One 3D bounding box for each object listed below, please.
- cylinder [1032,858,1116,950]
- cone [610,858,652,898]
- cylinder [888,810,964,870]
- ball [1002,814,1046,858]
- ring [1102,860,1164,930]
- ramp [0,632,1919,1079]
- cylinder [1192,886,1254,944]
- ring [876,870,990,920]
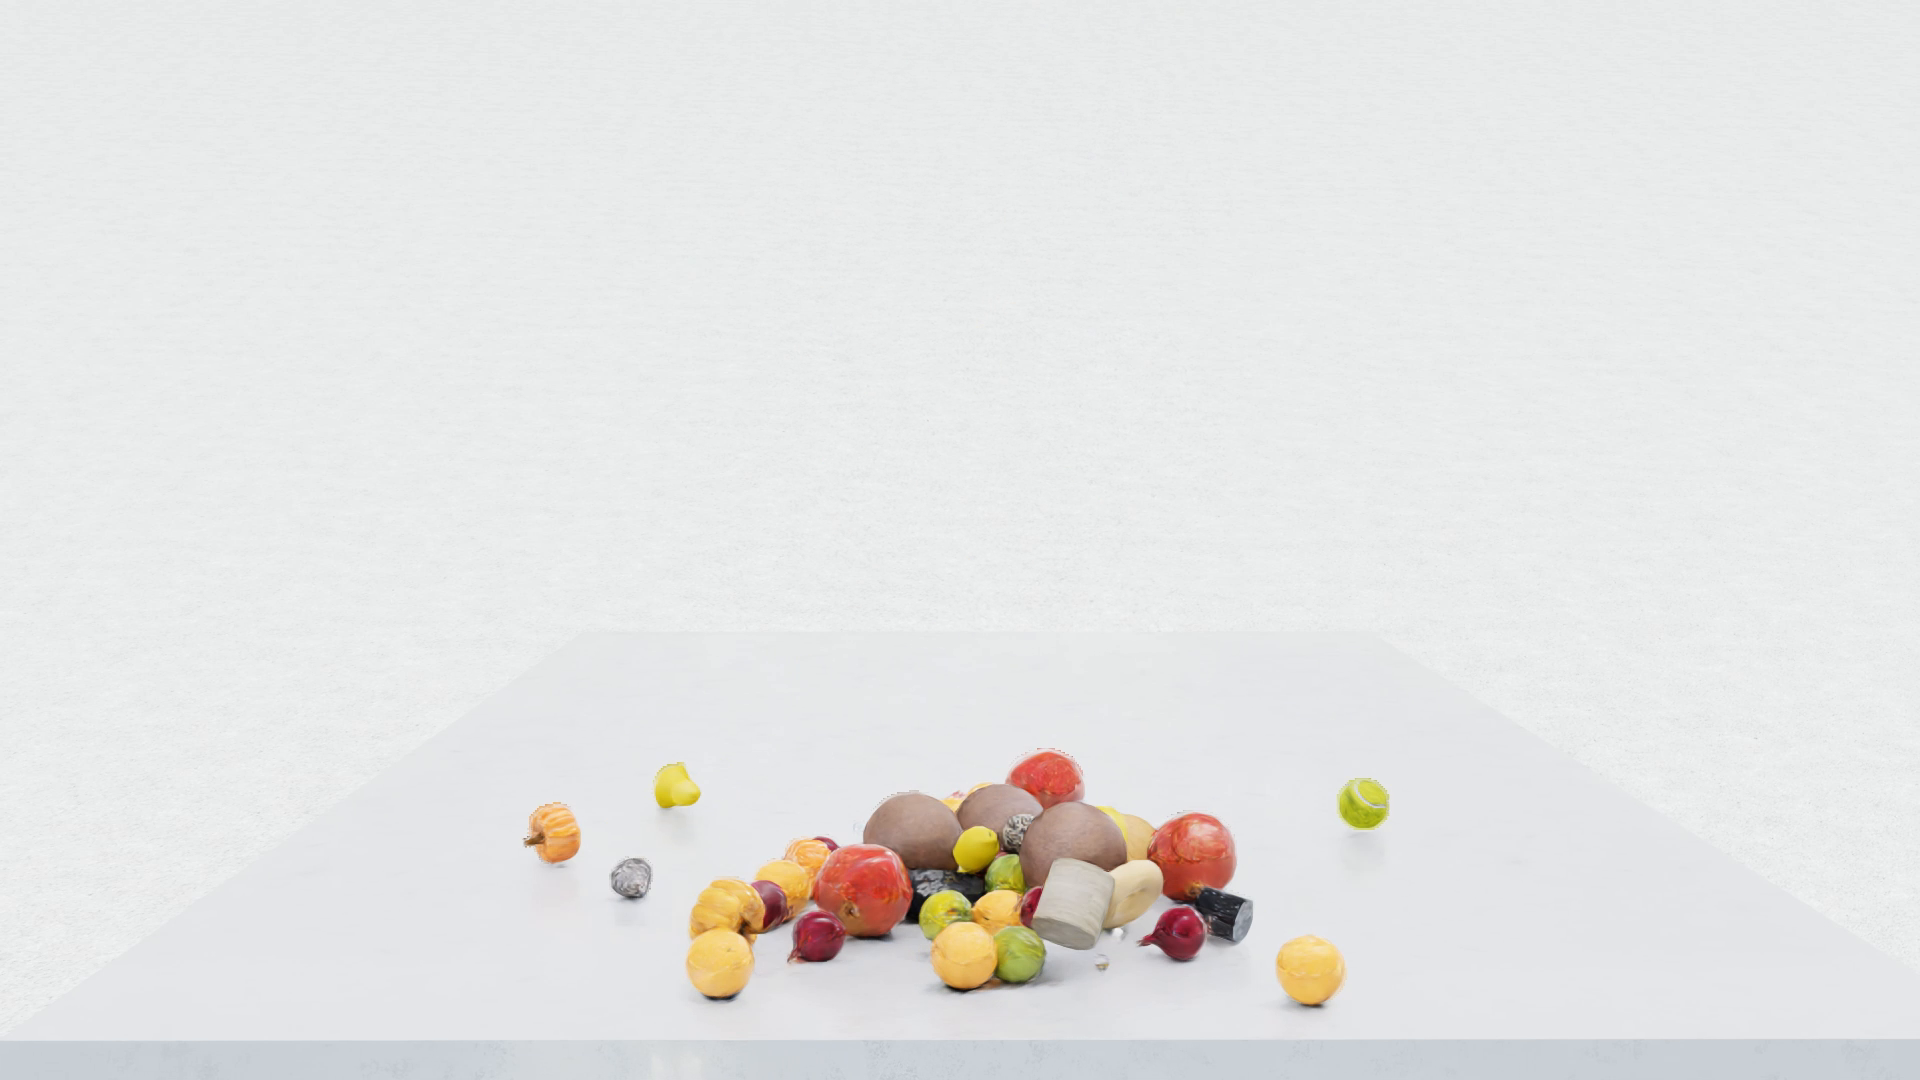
[{"bbox_3d":[0.125,0.399,2.811,0.074,0.074,0.074,9,60,23],"label":"cylinder"},{"bbox_3d":[-0.401,0.433,3.199,0.054,0.054,0.054,-9,26,-24],"label":"cone"},{"bbox_3d":[-0.045,0.397,3.361,0.071,0.071,0.071,14,24,38],"label":"cylinder"},{"bbox_3d":[0.081,0.370,3.218,0.055,0.055,0.055,0,20,0],"label":"ball"},{"bbox_3d":[0.194,0.417,3.015,0.103,0.103,0.034,-13,50,-33],"label":"ring"},{"bbox_3d":[0.046,0.413,4.536,2.000,0.100,4.000,0,4,0],"label":"ramp"},{"bbox_3d":[0.305,0.434,2.973,0.053,0.053,0.053,14,24,29],"label":"cylinder"},{"bbox_3d":[-0.032,0.431,3.123,0.139,0.046,0.139,2,2,0],"label":"ring"}]
